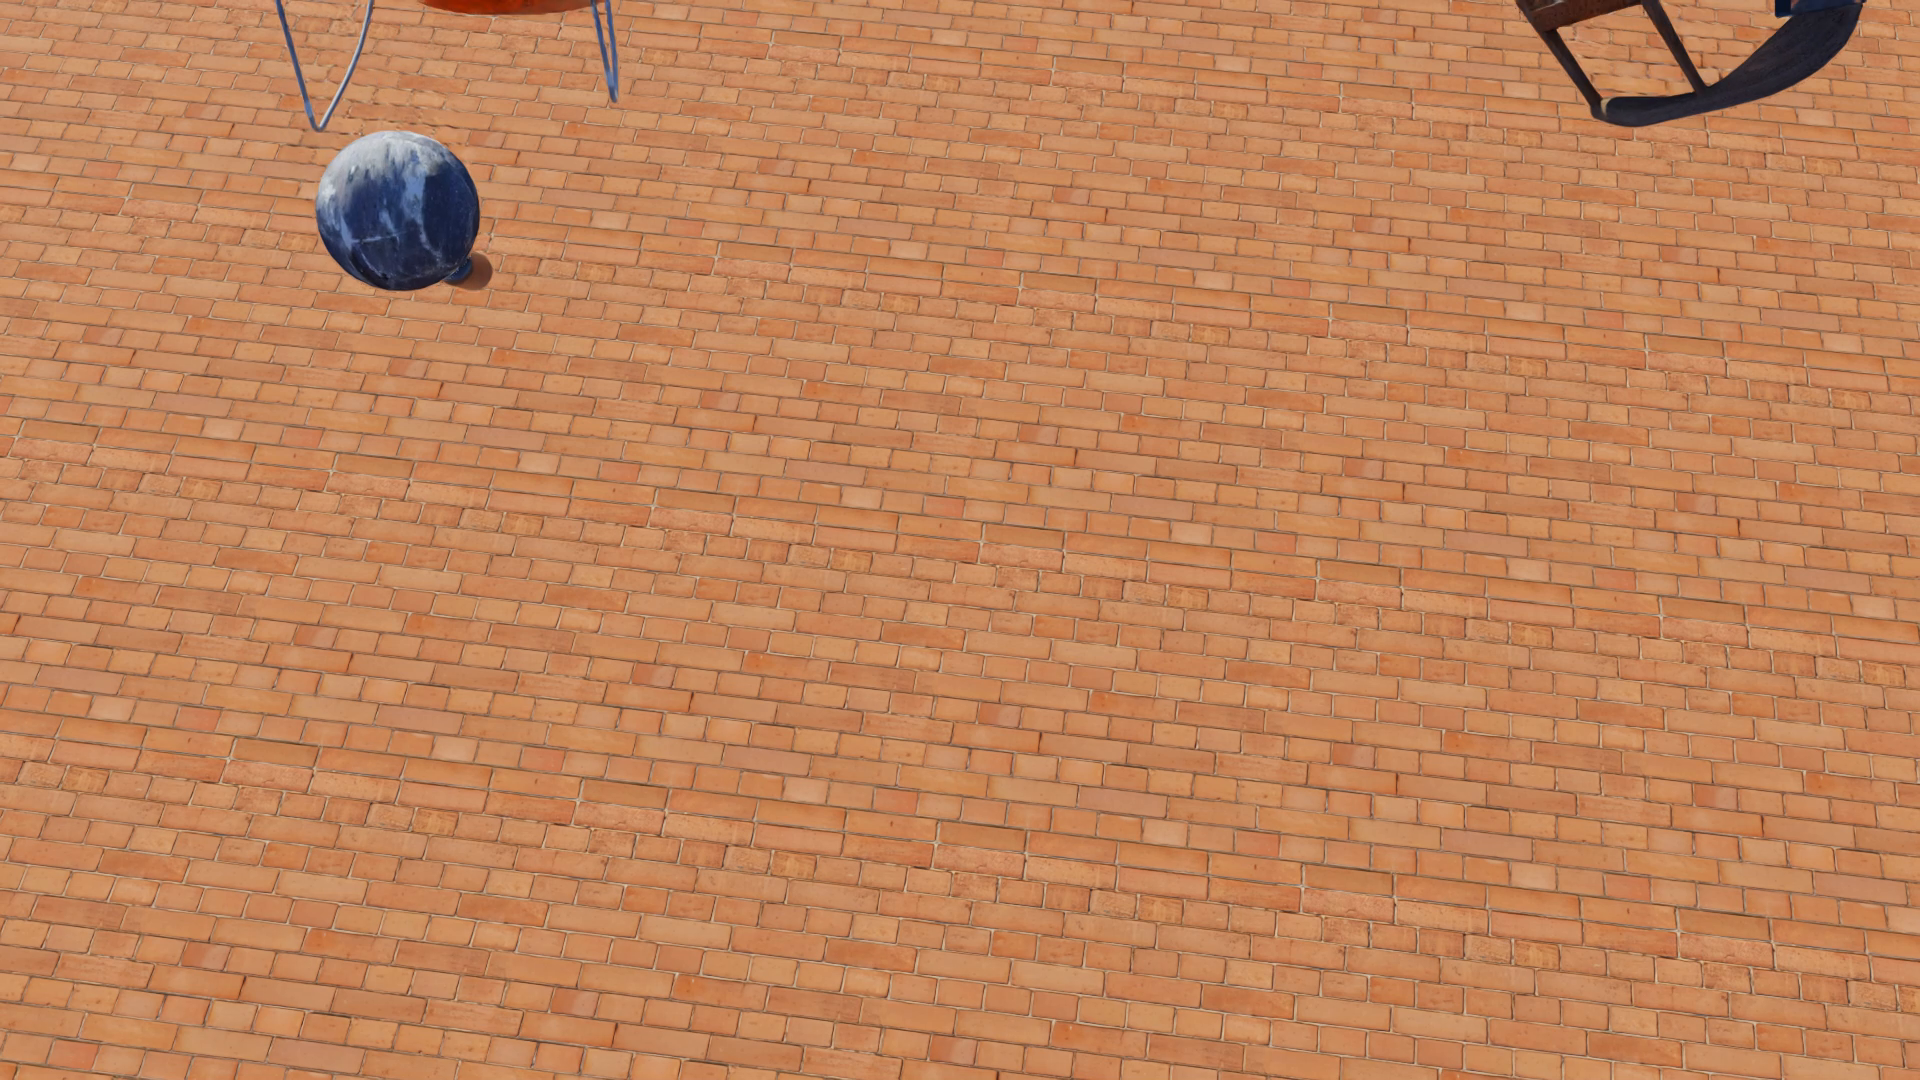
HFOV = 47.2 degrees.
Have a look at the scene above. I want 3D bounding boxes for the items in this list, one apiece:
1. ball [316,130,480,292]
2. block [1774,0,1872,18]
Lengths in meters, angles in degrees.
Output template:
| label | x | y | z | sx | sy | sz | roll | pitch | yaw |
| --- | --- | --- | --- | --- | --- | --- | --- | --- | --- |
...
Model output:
| label | x | y | z | sx | sy | sz | roll | pitch | yaw |
| --- | --- | --- | --- | --- | --- | --- | --- | --- | --- |
| ball | -0.723 | -0.424 | 2.831 | 0.205 | 0.205 | 0.205 | 0 | 56 | 0 |
| block | 1.856 | -1.209 | 4.548 | 0.310 | 0.190 | 0.140 | -2 | 14 | 42 |
